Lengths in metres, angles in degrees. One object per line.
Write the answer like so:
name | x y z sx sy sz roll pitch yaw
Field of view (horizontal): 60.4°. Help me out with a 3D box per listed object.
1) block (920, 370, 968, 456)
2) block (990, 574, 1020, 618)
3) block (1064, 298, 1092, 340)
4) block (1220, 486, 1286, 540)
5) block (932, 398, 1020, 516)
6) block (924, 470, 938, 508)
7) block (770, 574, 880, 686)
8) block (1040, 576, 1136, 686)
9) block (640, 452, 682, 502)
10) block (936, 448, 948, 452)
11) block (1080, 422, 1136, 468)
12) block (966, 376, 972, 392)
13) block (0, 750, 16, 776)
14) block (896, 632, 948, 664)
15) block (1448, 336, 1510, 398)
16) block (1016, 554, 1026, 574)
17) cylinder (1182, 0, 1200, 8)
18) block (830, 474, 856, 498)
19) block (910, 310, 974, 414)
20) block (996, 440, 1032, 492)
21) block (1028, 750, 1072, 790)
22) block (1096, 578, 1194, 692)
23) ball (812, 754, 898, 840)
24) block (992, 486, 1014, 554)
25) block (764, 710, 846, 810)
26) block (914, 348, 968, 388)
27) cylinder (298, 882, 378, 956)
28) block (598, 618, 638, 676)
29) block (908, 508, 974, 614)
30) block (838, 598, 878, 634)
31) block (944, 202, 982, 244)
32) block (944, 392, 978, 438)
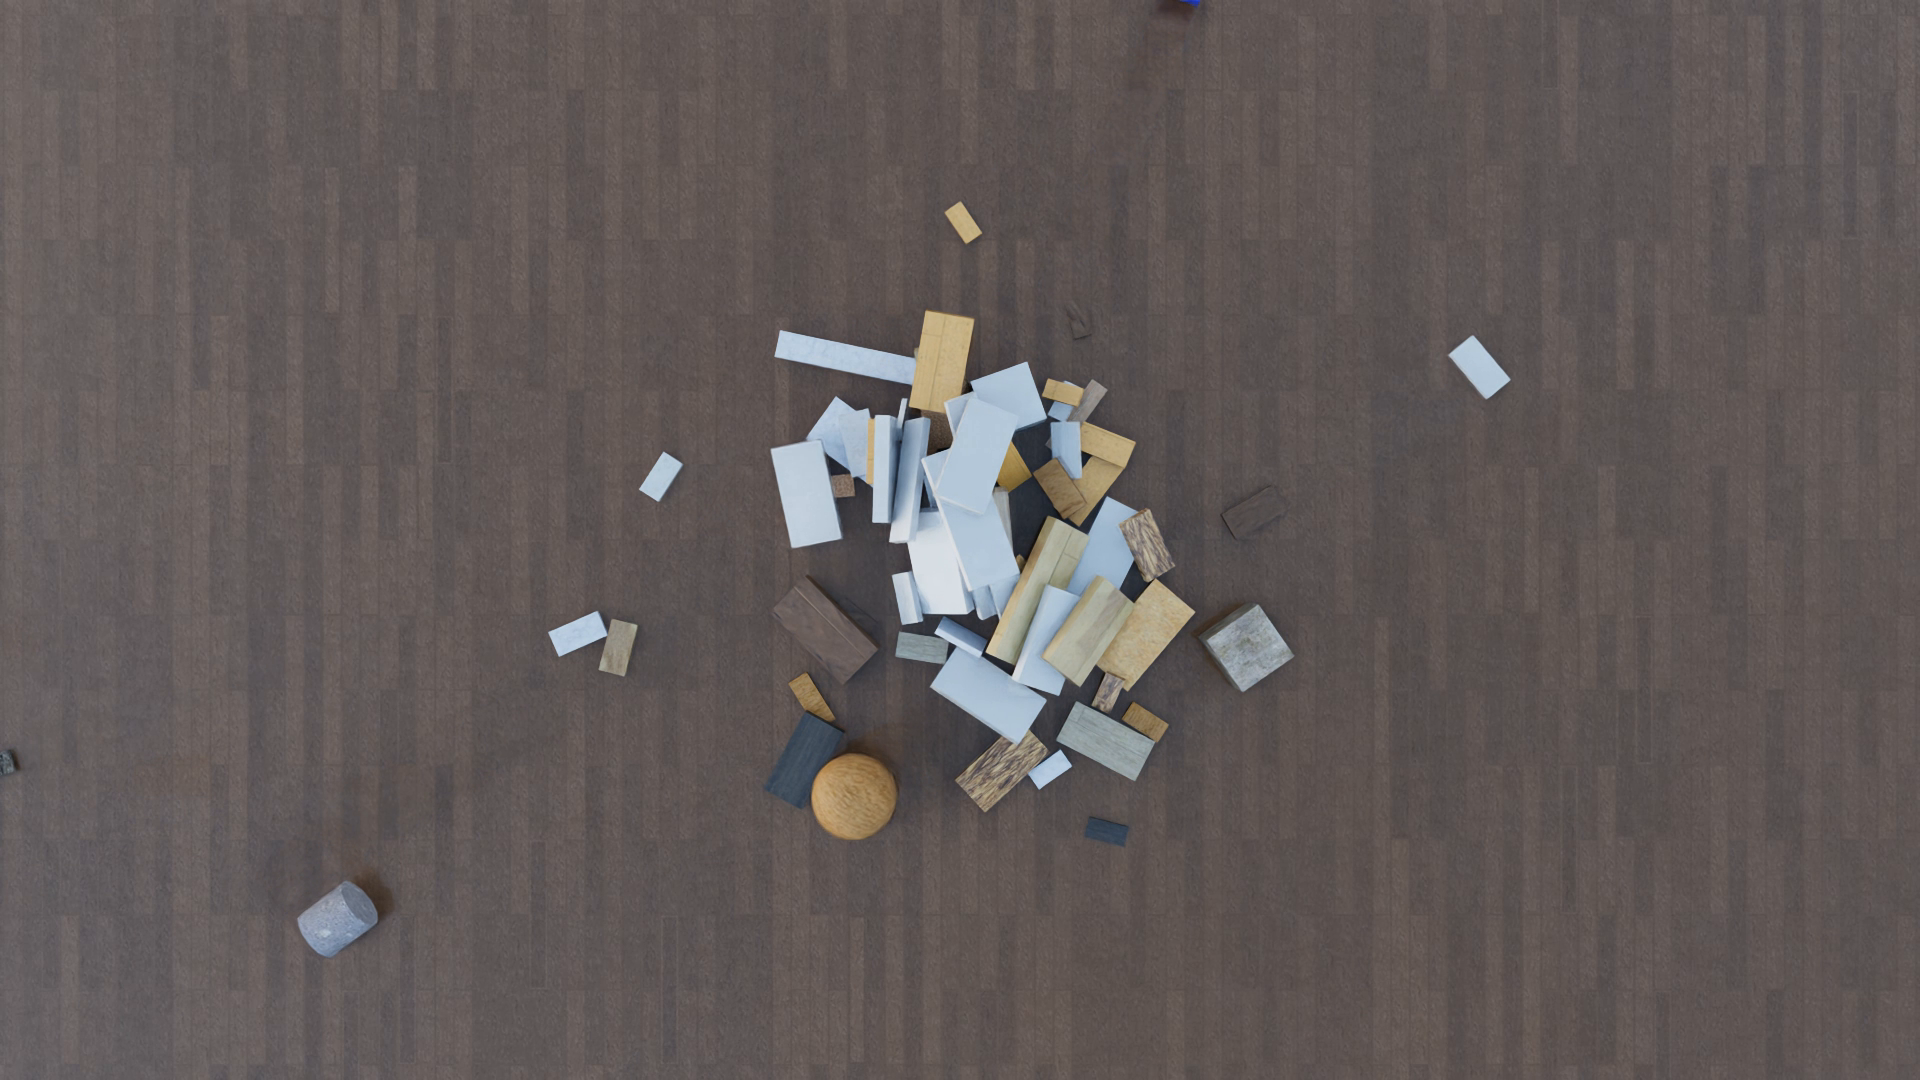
block | -0.048 -0.413 5.399 0.157 0.044 0.313 -6 111 2
block | 0.166 0.196 5.402 0.103 0.029 0.206 -23 116 -13
block | 0.394 -0.738 5.491 0.063 0.018 0.126 -16 90 0
block | 0.976 -0.092 5.486 0.193 0.027 0.097 -30 90 0
block | 0.052 -0.267 5.241 0.167 0.047 0.335 22 80 -9
block | 0.001 -0.082 5.408 0.175 0.050 0.351 -14 113 0
block | -0.446 0.297 5.463 0.343 0.049 0.171 45 99 0
block | 0.421 0.297 5.392 0.165 0.047 0.329 41 80 -30
block | -0.994 -0.210 5.489 0.074 0.021 0.149 33 90 0
block | -0.022 -0.225 5.440 0.088 0.025 0.175 -8 124 0
block | 0.478 -0.314 5.454 0.185 0.026 0.093 23 88 8
block | 0.008 -0.491 5.457 0.059 0.017 0.118 -22 110 -8
block | -3.226 0.754 5.489 0.148 0.021 0.074 -16 90 0
block | -0.126 0.359 5.488 0.168 0.024 0.084 9 90 0
block | 1.728 -0.575 5.486 0.097 0.027 0.194 -40 90 0
block | 0.231 0.143 5.441 0.097 0.027 0.194 -49 119 1
cylinder | 0.749 -1.842 5.436 0.128 0.128 0.128 23 90 -2
block | -0.426 -0.177 5.489 0.149 0.021 0.074 -5 90 0
block | -0.059 -0.570 5.294 0.157 0.044 0.313 10 105 -2
block | 0.150 -0.246 5.404 0.109 0.219 0.031 -35 52 0
block | 0.298 0.763 5.491 0.134 0.019 0.067 -35 90 0
block | 0.600 0.314 5.476 0.173 0.049 0.346 40 90 0
ball | -0.342 0.833 5.361 0.278 0.278 0.278 0 90 0
block | 0.082 0.005 5.399 0.176 0.050 0.351 -7 113 -3
block | -0.516 0.729 5.467 0.147 0.042 0.294 29 95 0
block | -0.050 -0.484 5.419 0.157 0.044 0.313 -7 111 3
cylinder | -2.041 1.244 5.413 0.173 0.173 0.173 -37 90 0
block | -1.135 0.357 5.488 0.088 0.025 0.175 15 90 0
block | -0.071 0.069 5.387 0.176 0.050 0.351 -1 108 31
block | -0.353 0.260 5.490 0.143 0.020 0.072 38 90 0
block | 0.011 -1.055 5.491 0.064 0.018 0.128 -34 90 0
block | 0.025 -0.362 5.318 0.104 0.030 0.209 -21 111 -17
